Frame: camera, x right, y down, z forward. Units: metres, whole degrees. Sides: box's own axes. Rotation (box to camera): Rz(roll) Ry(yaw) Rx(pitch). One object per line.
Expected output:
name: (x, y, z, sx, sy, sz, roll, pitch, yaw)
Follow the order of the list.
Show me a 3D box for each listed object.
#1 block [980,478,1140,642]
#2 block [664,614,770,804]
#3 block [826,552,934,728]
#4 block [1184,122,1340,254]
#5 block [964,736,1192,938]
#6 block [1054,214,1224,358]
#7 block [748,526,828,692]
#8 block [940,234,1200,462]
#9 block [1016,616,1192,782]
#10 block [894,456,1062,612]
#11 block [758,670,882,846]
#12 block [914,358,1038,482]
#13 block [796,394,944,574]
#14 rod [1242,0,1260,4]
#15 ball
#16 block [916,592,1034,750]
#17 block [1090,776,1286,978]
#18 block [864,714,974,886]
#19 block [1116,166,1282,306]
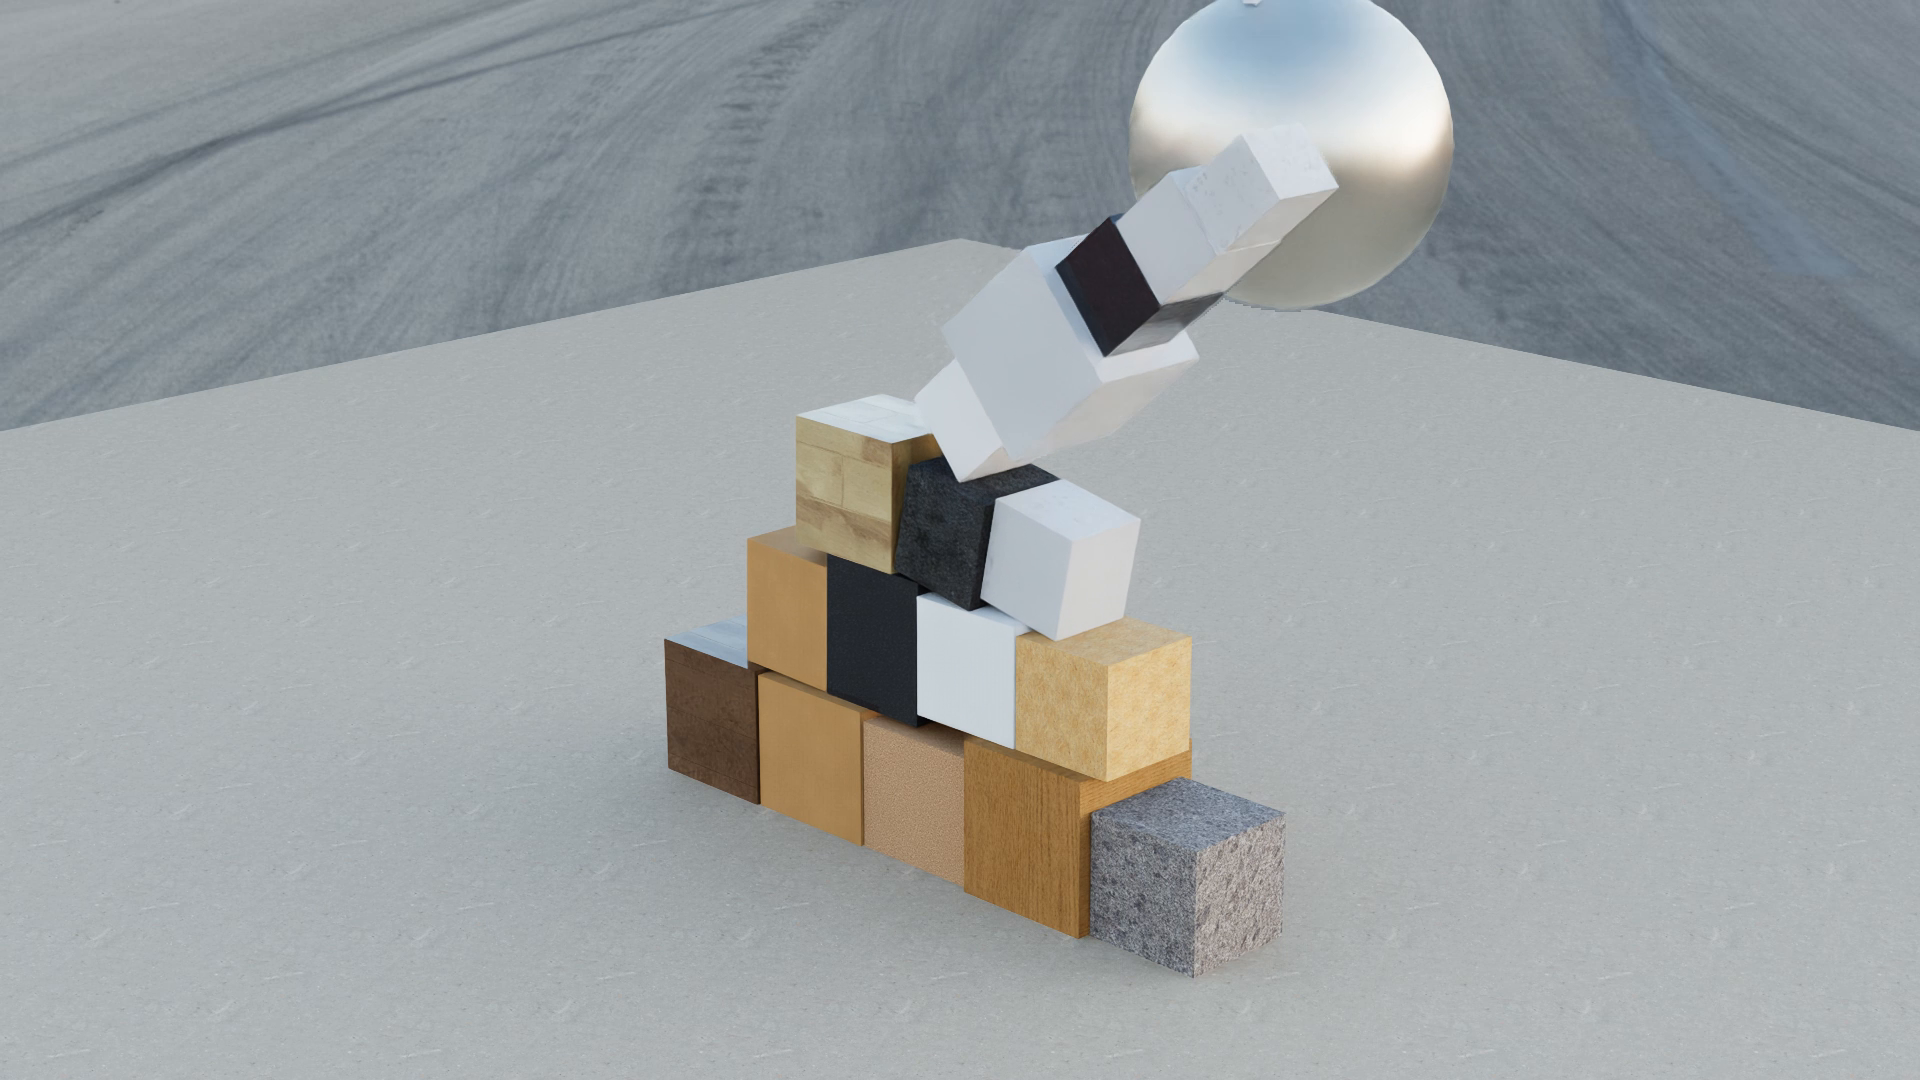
block: (0.439, 0.084, 12.901, 0.439, 0.488, 0.467, -17, 36, -43)
block: (-0.972, 0.811, 14.611, 0.713, 0.691, 0.678, -17, 24, -42)
block: (-0.199, 0.395, 13.687, 0.588, 0.698, 0.605, -17, 25, -42)
block: (1.195, -1.401, 11.650, 0.368, 0.313, 0.387, -17, -17, -42)
block: (0.527, 1.240, 13.175, 0.735, 0.734, 0.705, -17, 24, -42)
block: (0.745, -1.079, 12.197, 0.397, 0.447, 0.395, -16, -17, -42)
block: (-0.618, 0.293, 14.093, 0.580, 0.619, 0.567, -17, 26, -42)
block: (0.470, -0.845, 12.593, 0.619, 0.670, 0.676, -17, -16, -42)
block: (0.629, 0.673, 12.872, 0.541, 0.530, 0.541, -17, 24, -42)
block: (0.091, -0.063, 13.202, 0.529, 0.517, 0.484, -17, 35, -43)
block: (-0.467, 0.968, 14.145, 0.704, 0.671, 0.712, -17, 24, -42)
block: (0.169, -0.593, 12.996, 0.436, 0.445, 0.448, -16, -17, -42)
block: (-0.342, -0.269, 13.593, 0.641, 0.619, 0.550, 18, 25, 42)
rod: (0.703, -4.660, 12.614, 0.080, 5.200, 0.080, 17, 46, 42)
ball: (1.623, -1.939, 14.433, 1.600, 1.600, 1.600, 0, 17, 0)
block: (0.219, 0.530, 13.262, 0.560, 0.569, 0.606, -17, 24, -42)
block: (0.988, 1.455, 12.744, 0.590, 0.581, 0.600, -17, 24, -42)
block: (0.019, 1.144, 13.658, 0.633, 0.627, 0.687, -17, 24, -42)
block: (0.967, -1.252, 11.927, 0.402, 0.397, 0.384, -16, -17, -42)
